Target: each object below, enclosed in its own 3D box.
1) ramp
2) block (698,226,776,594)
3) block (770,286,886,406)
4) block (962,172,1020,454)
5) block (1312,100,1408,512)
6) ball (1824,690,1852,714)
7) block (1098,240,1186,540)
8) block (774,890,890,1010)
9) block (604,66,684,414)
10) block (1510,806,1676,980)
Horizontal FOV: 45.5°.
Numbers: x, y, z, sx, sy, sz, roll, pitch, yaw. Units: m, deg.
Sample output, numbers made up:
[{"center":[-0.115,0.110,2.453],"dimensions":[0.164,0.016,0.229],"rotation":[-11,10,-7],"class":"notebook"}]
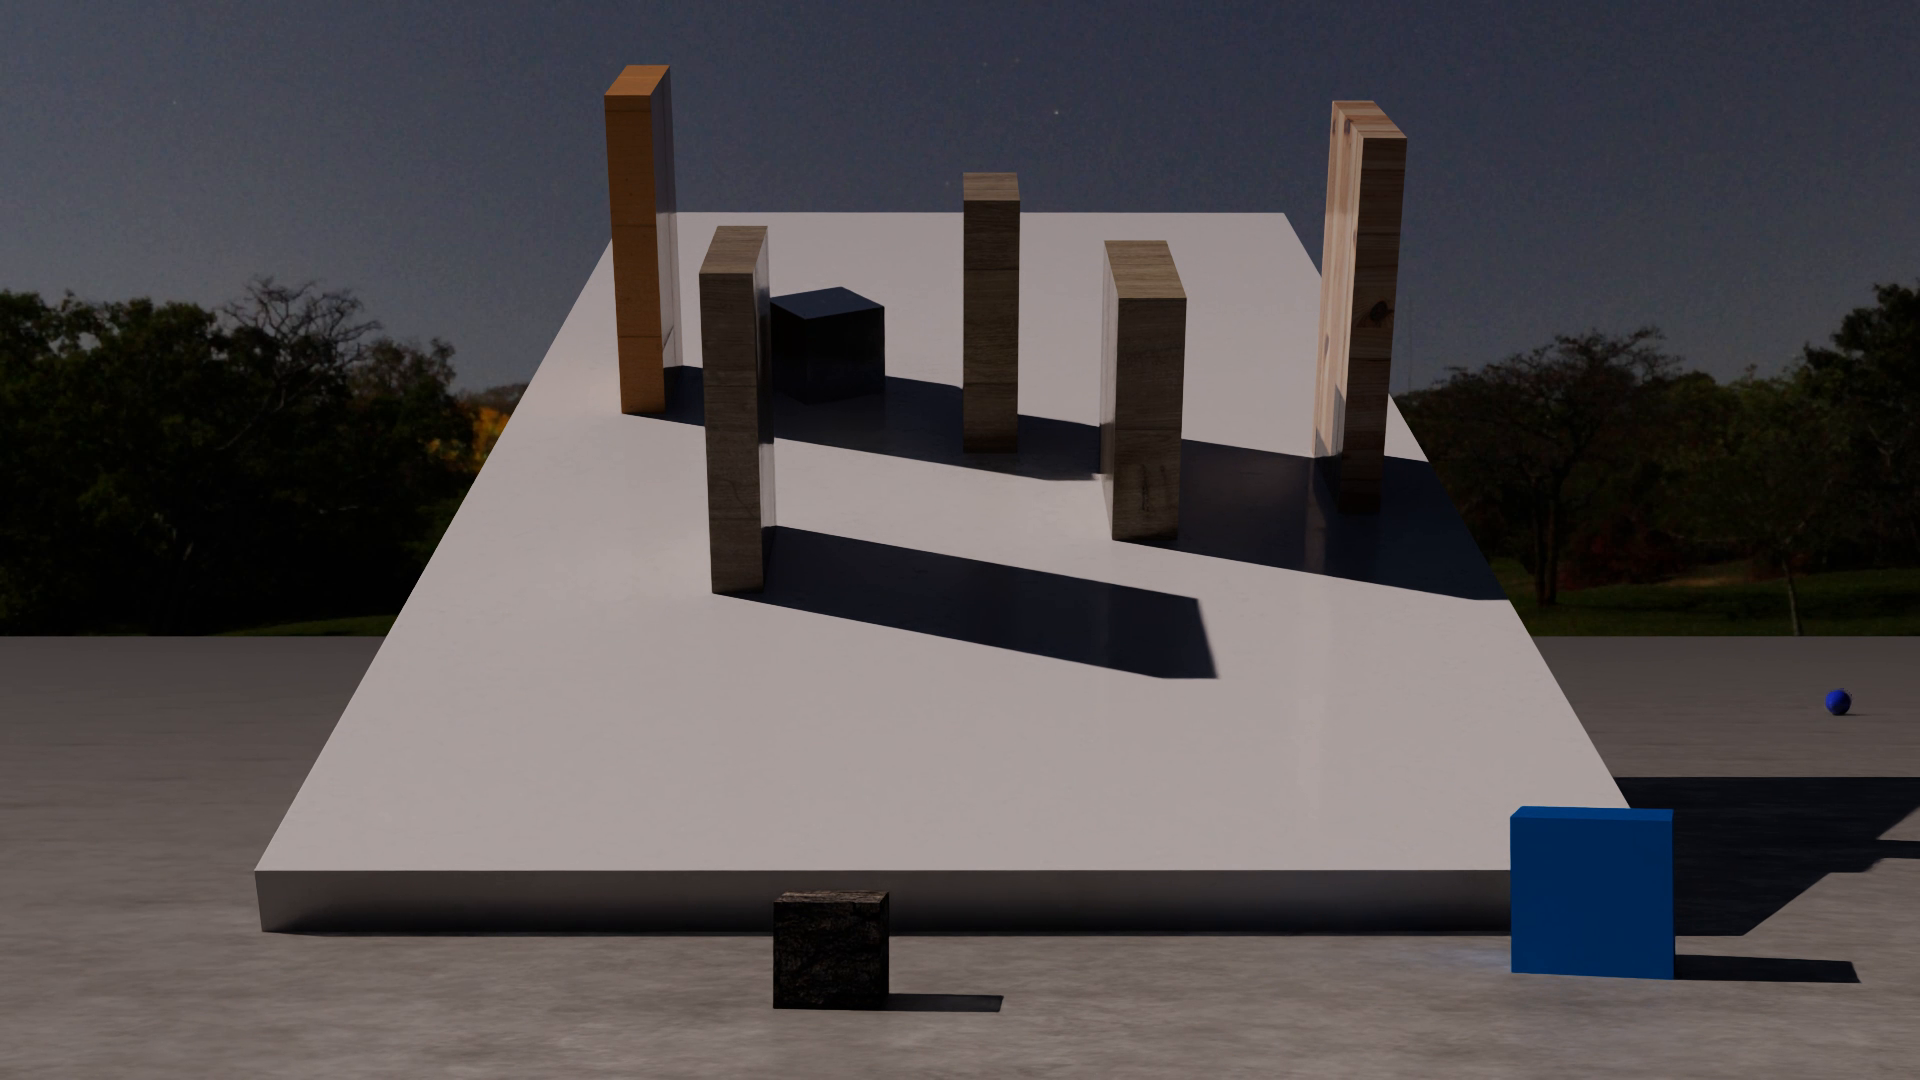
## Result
[{"center":[-0.006,-0.218,5.120],"dimensions":[2.000,0.100,4.000],"rotation":[0,21,0],"class":"ramp"},{"center":[-0.406,-0.245,4.231],"dimensions":[0.094,0.601,0.346],"rotation":[0,21,0],"class":"block"},{"center":[-0.313,-0.450,5.295],"dimensions":[0.205,0.205,0.205],"rotation":[-13,25,-29],"class":"block"},{"center":[0.065,-0.490,4.927],"dimensions":[0.116,0.550,0.265],"rotation":[0,21,0],"class":"block"},{"center":[0.798,-0.474,4.612],"dimensions":[0.083,0.752,0.375],"rotation":[0,21,0],"class":"block"},{"center":[4.470,0.828,11.651],"dimensions":[0.125,0.125,0.125],"rotation":[0,-2,0],"class":"ball"},{"center":[0.357,-0.305,4.546],"dimensions":[0.127,0.484,0.439],"rotation":[0,21,0],"class":"block"},{"center":[-0.149,0.476,2.668],"dimensions":[0.121,0.121,0.121],"rotation":[0,-2,4],"class":"block"},{"center":[-0.712,-0.685,5.191],"dimensions":[0.098,0.715,0.371],"rotation":[0,21,0],"class":"block"},{"center":[0.818,0.450,2.951],"dimensions":[0.195,0.195,0.195],"rotation":[-1,-2,18],"class":"block"}]
